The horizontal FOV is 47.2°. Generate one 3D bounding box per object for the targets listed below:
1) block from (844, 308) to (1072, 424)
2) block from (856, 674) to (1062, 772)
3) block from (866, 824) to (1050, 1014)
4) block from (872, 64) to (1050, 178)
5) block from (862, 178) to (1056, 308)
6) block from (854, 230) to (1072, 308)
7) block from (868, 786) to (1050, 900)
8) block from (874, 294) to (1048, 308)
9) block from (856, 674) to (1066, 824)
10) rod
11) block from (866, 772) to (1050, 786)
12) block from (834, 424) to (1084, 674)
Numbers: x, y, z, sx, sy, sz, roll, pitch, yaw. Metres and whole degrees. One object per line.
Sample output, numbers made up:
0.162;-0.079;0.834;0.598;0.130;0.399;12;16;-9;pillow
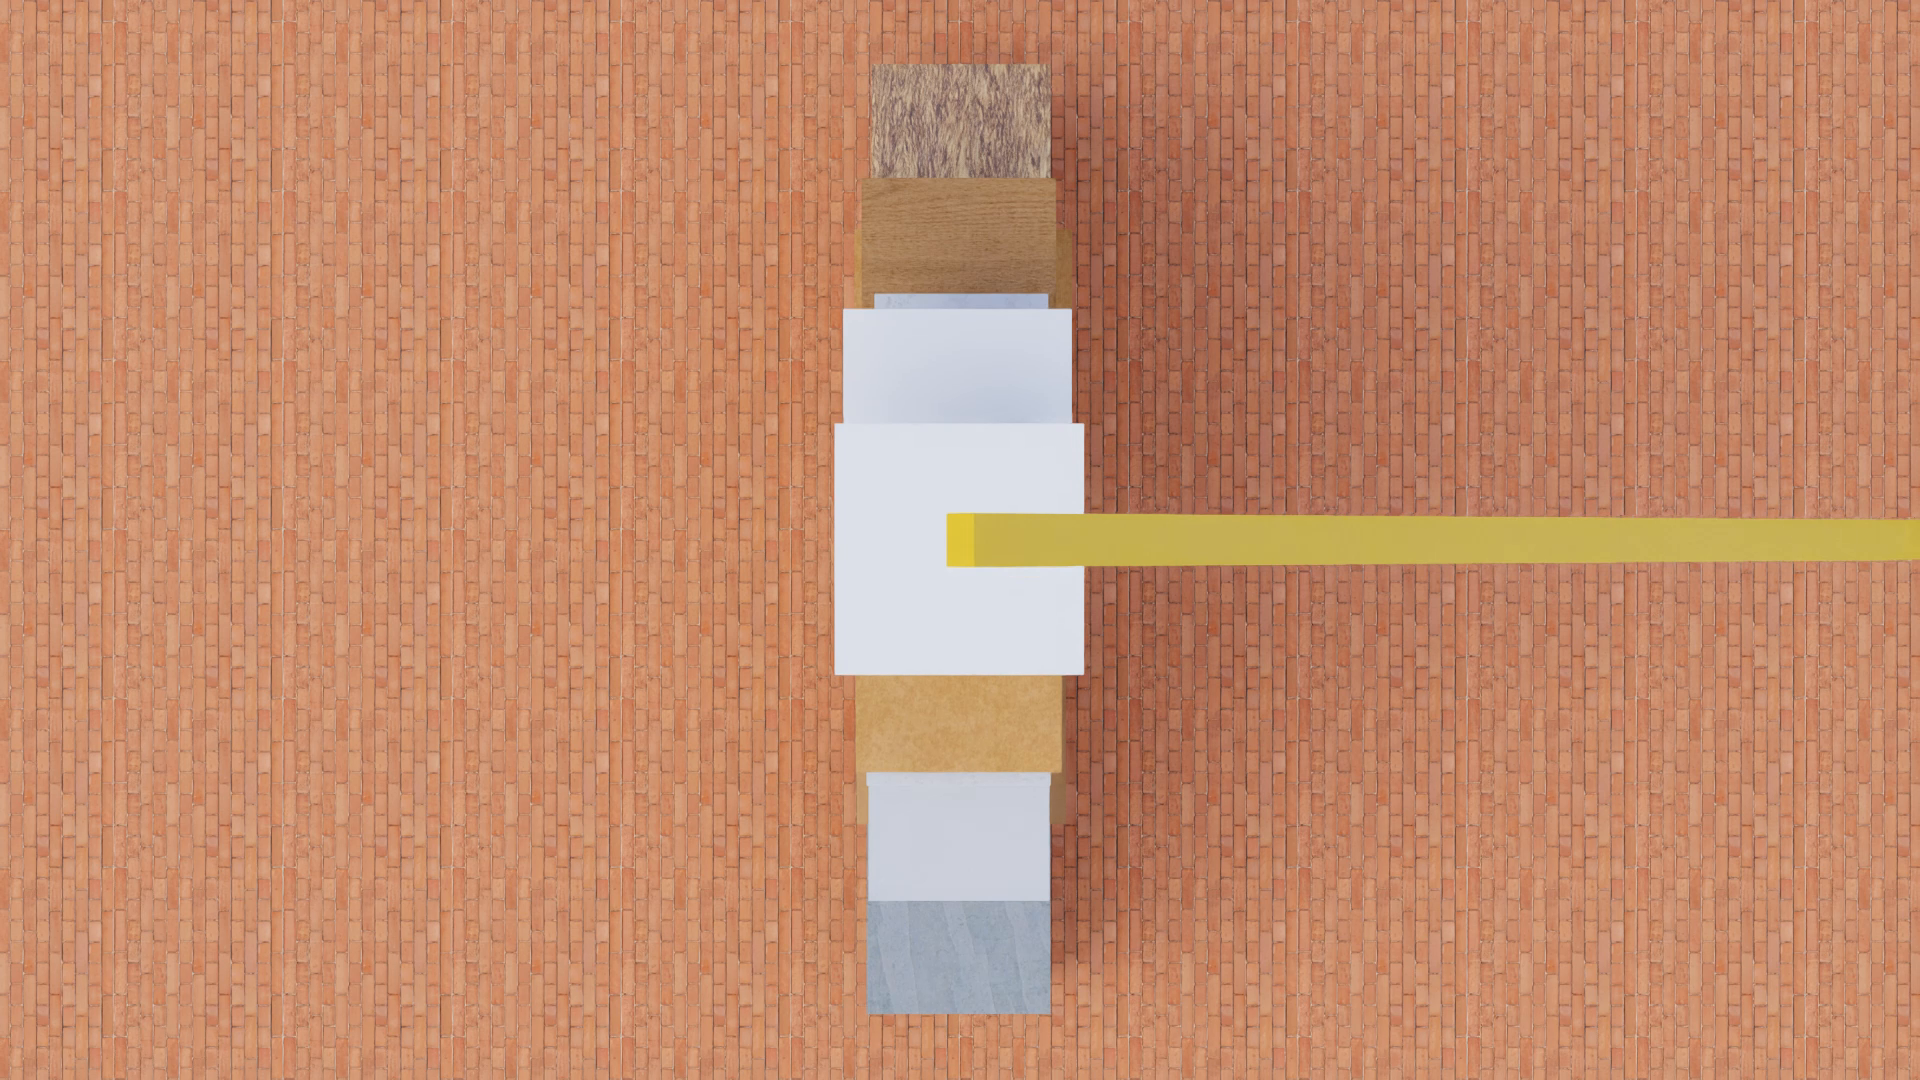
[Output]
-0.010;-0.505;9.610;0.949;0.940;0.916;0;90;0;block
-0.005;0.464;9.672;0.860;0.937;1.017;0;90;0;block
-0.008;2.078;12.554;1.011;0.892;1.065;0;90;0;block
0.005;-2.147;12.530;0.983;0.940;0.925;0;90;0;block
-0.006;-1.370;11.417;0.971;0.882;0.875;0;90;0;block
0.017;-1.106;12.429;1.174;1.142;1.138;0;90;0;block
-0.005;1.351;11.452;0.905;0.859;0.913;0;90;0;block
0.007;-0.745;10.527;0.795;0.899;0.770;0;90;0;block
0.007;1.021;12.441;1.131;1.119;1.029;0;90;0;block
2.234;0.000;4.609;5.200;0.080;0.080;0;90;-31;rod
-0.006;0.774;10.581;0.849;0.881;0.717;0;90;0;block
-0.002;0.026;7.175;0.771;0.742;0.777;0;90;0;block
